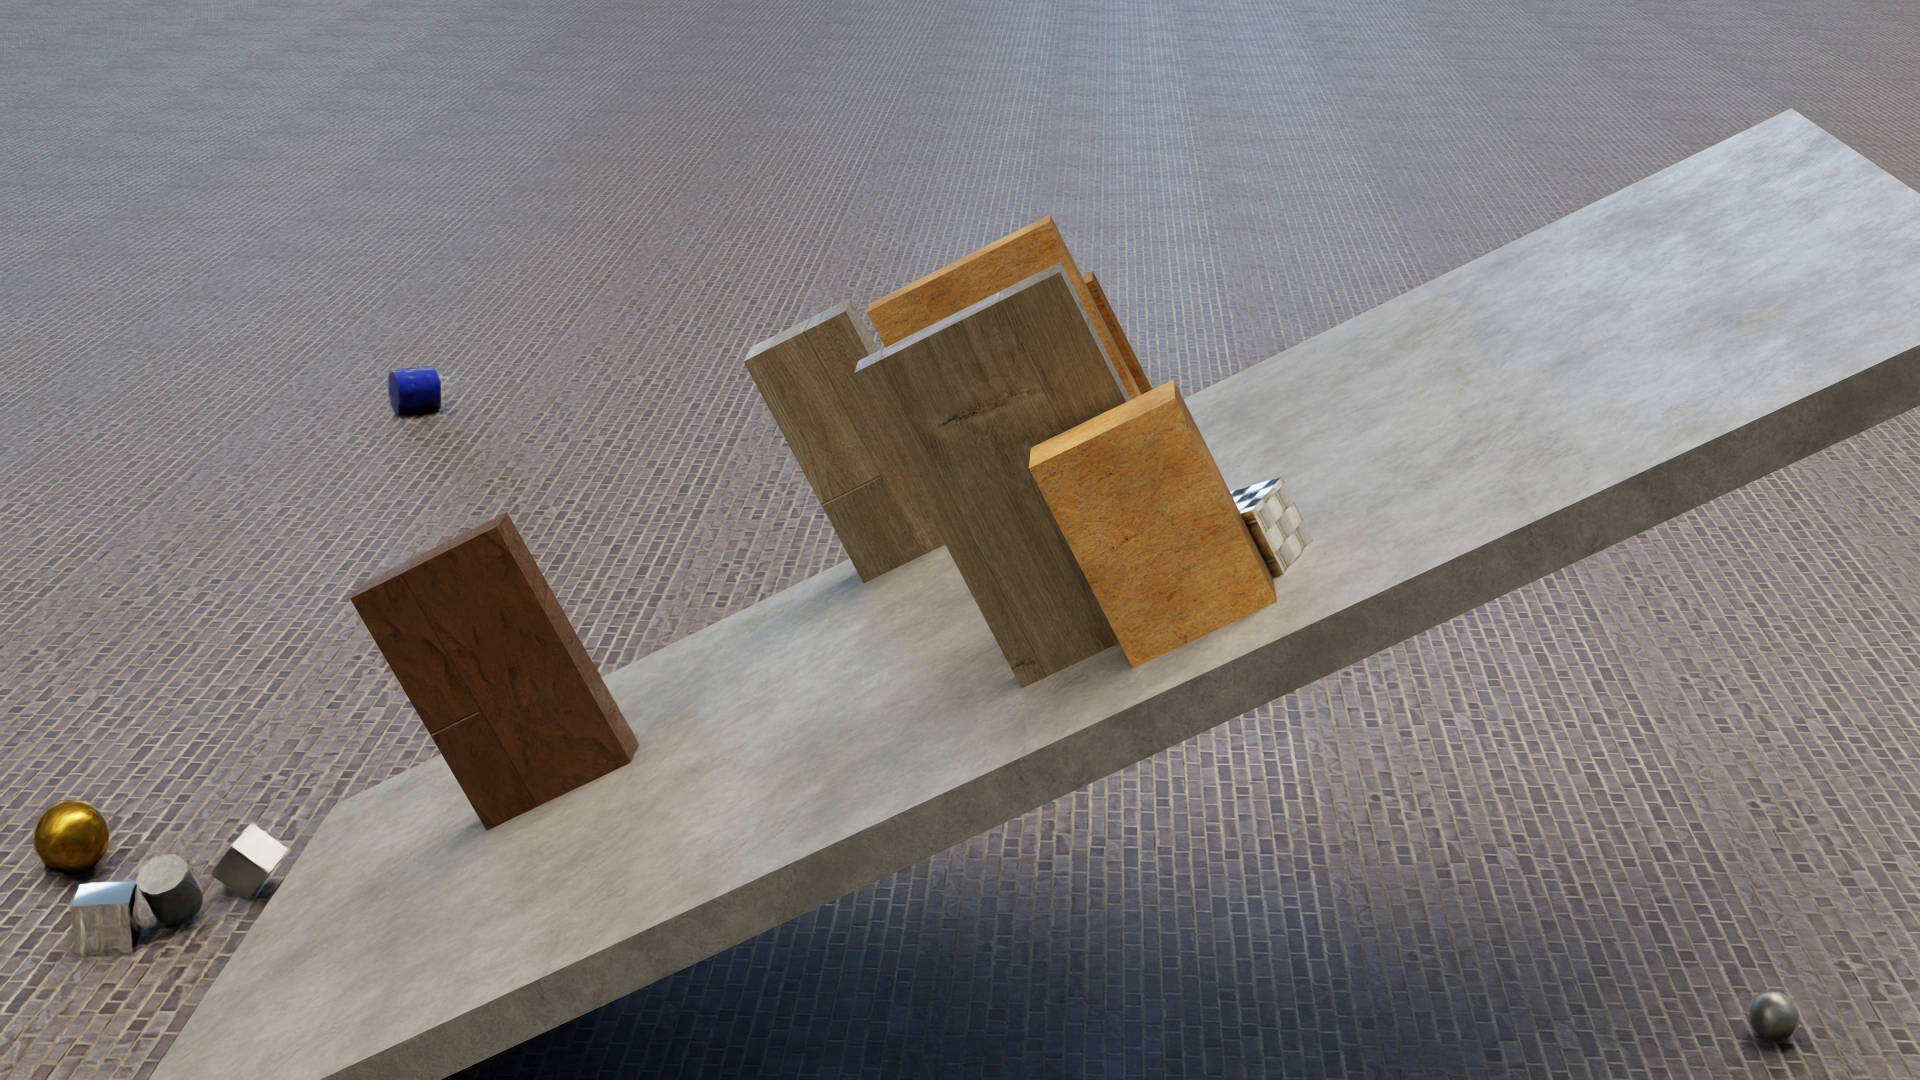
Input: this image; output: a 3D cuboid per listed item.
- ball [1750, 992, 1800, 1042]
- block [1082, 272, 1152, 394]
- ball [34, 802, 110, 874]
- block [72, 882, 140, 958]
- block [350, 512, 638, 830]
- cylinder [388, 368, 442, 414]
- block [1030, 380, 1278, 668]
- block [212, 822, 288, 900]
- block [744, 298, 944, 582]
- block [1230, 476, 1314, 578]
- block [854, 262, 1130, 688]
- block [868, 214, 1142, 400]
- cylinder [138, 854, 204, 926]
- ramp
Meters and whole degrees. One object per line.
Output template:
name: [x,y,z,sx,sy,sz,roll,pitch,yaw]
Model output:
ball: [1.794,1.049,6.480,0.108,0.108,0.108,0,17,0]
block: [0.255,-0.298,6.509,0.329,0.488,0.101,-25,14,10]
ball: [-2.224,0.745,7.363,0.180,0.180,0.180,0,17,0]
block: [-2.017,0.895,6.951,0.130,0.130,0.130,-2,17,-7]
block: [-1.035,0.296,6.573,0.374,0.611,0.117,-25,14,10]
cylinder: [-2.196,-0.601,11.849,0.170,0.170,0.170,-8,18,-24]
block: [0.358,-0.030,5.452,0.295,0.429,0.145,-25,14,10]
block: [-1.744,0.791,7.224,0.112,0.112,0.112,37,28,-5]
block: [-0.244,-0.236,6.994,0.270,0.606,0.149,-25,14,10]
block: [0.558,-0.012,5.611,0.142,0.142,0.142,-17,17,39]
block: [0.154,-0.119,5.601,0.431,0.698,0.098,-25,14,10]
block: [0.163,-0.237,5.945,0.407,0.731,0.083,-25,14,10]
cylinder: [-1.894,0.838,7.054,0.121,0.121,0.121,-6,45,6]
ramp: [0.139,0.168,6.281,4.000,0.100,2.000,-25,14,10]
